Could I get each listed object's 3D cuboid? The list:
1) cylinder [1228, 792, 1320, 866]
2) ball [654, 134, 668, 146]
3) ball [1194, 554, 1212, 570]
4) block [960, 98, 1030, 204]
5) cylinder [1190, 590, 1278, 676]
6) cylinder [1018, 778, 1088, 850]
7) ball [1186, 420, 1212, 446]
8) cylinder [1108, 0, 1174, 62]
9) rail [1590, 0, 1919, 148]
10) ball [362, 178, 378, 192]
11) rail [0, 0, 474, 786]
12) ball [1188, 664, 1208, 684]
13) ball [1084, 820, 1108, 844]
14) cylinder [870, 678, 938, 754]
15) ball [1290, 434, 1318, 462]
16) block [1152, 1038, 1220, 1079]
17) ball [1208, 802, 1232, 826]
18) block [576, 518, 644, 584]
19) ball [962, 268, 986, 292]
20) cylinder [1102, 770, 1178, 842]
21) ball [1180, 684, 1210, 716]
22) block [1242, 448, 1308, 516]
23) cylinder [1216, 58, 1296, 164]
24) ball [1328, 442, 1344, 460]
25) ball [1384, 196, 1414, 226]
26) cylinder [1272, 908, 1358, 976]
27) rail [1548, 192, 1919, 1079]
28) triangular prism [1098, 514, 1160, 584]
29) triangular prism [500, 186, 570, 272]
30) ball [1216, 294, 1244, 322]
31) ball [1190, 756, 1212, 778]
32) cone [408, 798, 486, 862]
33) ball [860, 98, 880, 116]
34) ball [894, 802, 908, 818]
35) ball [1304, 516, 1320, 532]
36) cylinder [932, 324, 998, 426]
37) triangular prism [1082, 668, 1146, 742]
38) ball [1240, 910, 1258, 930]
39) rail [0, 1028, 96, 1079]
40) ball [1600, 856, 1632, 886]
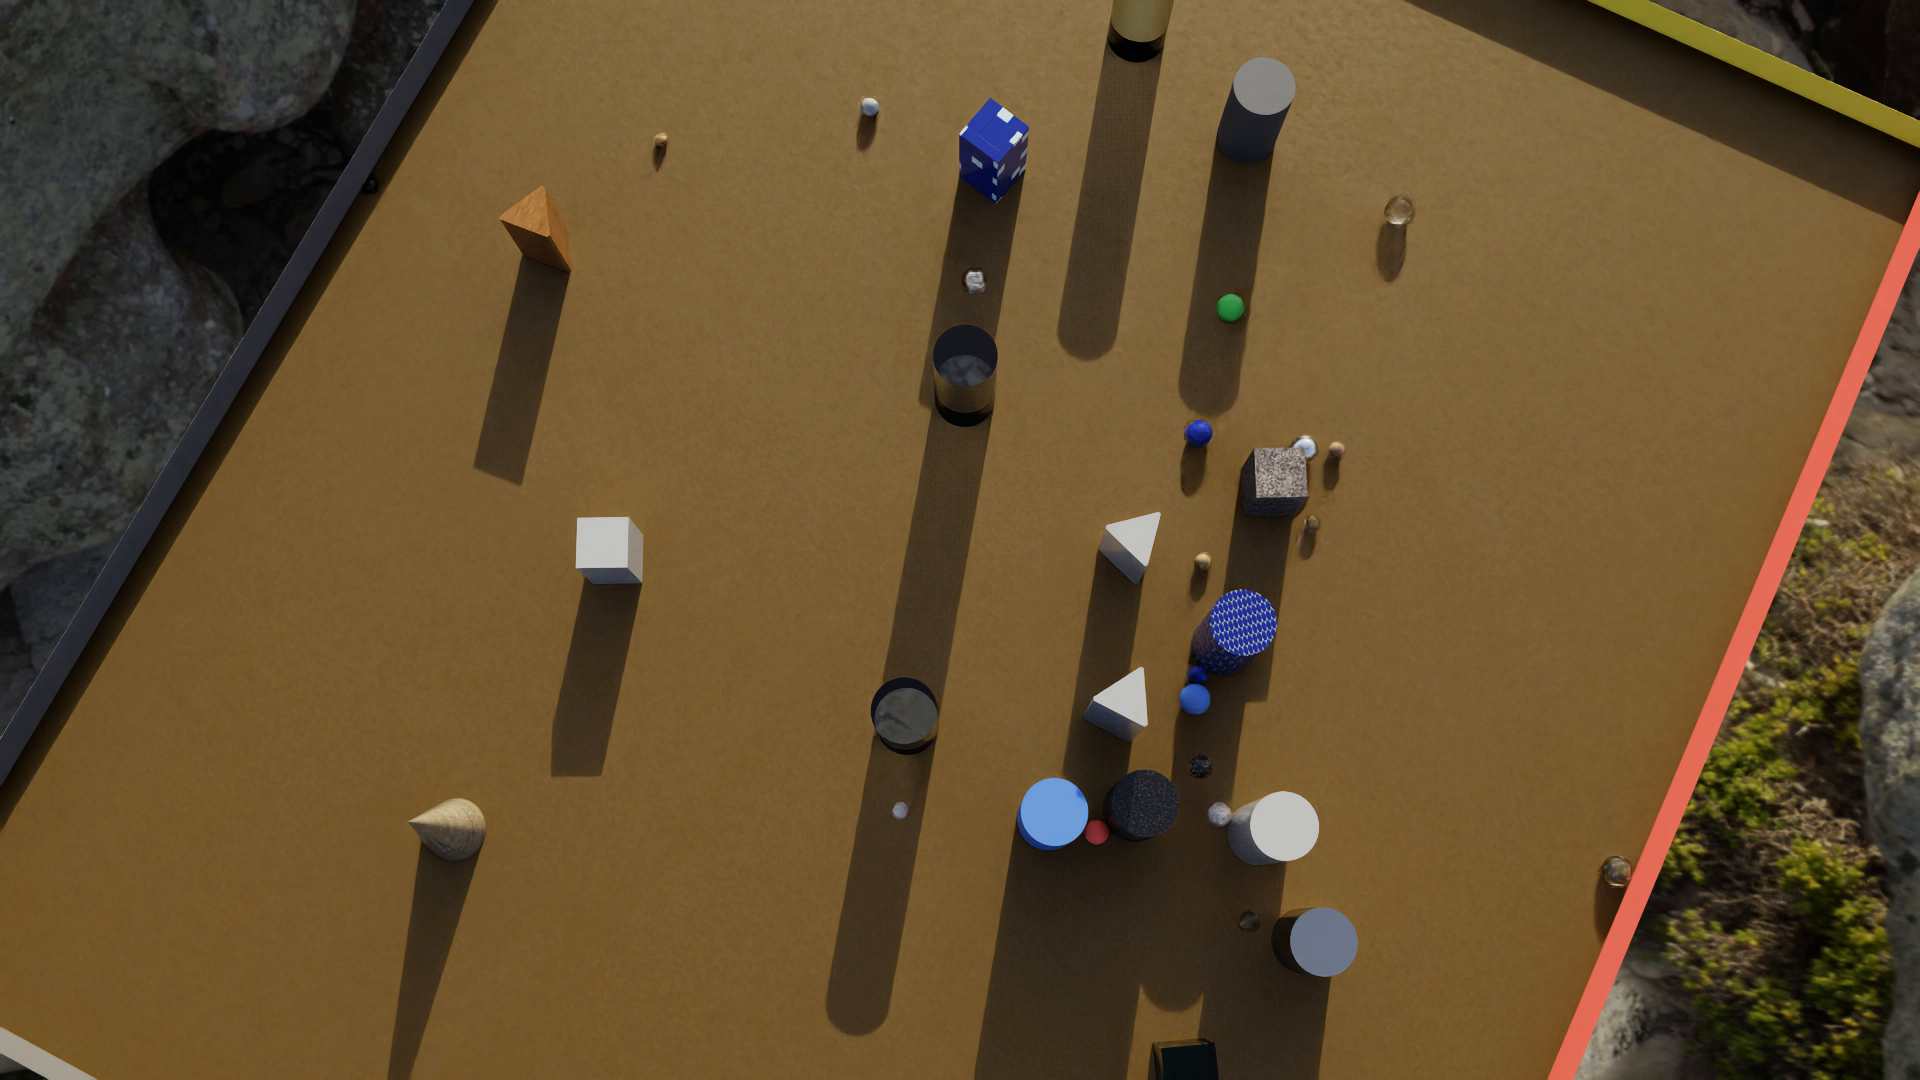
[{"bbox_3d":[0.886,0.826,5.220,0.188,0.442,0.188,0,78,0],"label":"cylinder"},{"bbox_3d":[-0.957,-1.280,5.860,0.041,0.041,0.041,0,78,0],"label":"ball"},{"bbox_3d":[0.739,0.067,5.577,0.051,0.051,0.051,0,78,0],"label":"ball"},{"bbox_3d":[0.103,-1.206,5.701,0.150,0.324,0.150,38,81,7],"label":"block"},{"bbox_3d":[0.794,0.274,5.341,0.188,0.429,0.188,0,78,0],"label":"cylinder"},{"bbox_3d":[0.263,0.792,5.274,0.188,0.351,0.188,0,78,0],"label":"cylinder"},{"bbox_3d":[0.738,-0.329,5.643,0.081,0.081,0.081,0,78,0],"label":"ball"},{"bbox_3d":[0.573,-1.683,5.741,0.188,0.438,0.188,0,78,0],"label":"cylinder"},{"bbox_3d":[1.130,-2.206,6.009,4.497,0.122,0.045,26,80,5],"label":"rail"},{"bbox_3d":[-1.876,-1.127,5.826,0.046,0.046,0.046,0,78,0],"label":"ball"},{"bbox_3d":[-1.990,-0.968,5.753,0.045,0.122,5.100,26,80,5],"label":"rail"},{"bbox_3d":[0.713,0.405,5.502,0.061,0.061,0.061,0,78,0],"label":"ball"},{"bbox_3d":[0.403,0.861,5.402,0.072,0.072,0.072,0,78,0],"label":"ball"},{"bbox_3d":[-0.158,0.516,5.329,0.188,0.354,0.188,0,78,0],"label":"cylinder"},{"bbox_3d":[1.055,-0.280,5.629,0.088,0.088,0.088,0,78,0],"label":"ball"},{"bbox_3d":[0.639,1.501,5.185,0.150,0.236,0.150,-5,78,-1],"label":"block"},{"bbox_3d":[0.767,0.809,5.414,0.069,0.069,0.069,0,78,0],"label":"ball"},{"bbox_3d":[-1.045,0.033,5.479,0.150,0.255,0.150,-1,78,0],"label":"block"},{"bbox_3d":[0.045,-0.816,5.746,0.076,0.076,0.076,0,78,0],"label":"ball"},{"bbox_3d":[0.519,0.770,5.292,0.188,0.324,0.188,0,78,0],"label":"cylinder"},{"bbox_3d":[0.702,0.476,5.470,0.094,0.094,0.094,0,78,0],"label":"ball"},{"bbox_3d":[0.946,-0.174,5.525,0.150,0.250,0.150,-1,78,0],"label":"block"},{"bbox_3d":[0.919,-1.333,5.707,0.188,0.363,0.188,0,78,0],"label":"cylinder"},{"bbox_3d":[1.158,-0.275,5.647,0.052,0.052,0.052,0,78,0],"label":"ball"},{"bbox_3d":[1.387,-1.040,5.784,0.093,0.093,0.093,0,78,0],"label":"ball"},{"bbox_3d":[1.007,1.143,5.221,0.188,0.312,0.188,0,78,0],"label":"cylinder"},{"bbox_3d":[1.990,0.981,5.350,0.045,0.122,5.100,26,80,5],"label":"rail"},{"bbox_3d":[0.531,0.000,5.464,0.141,0.298,0.163,-44,82,-8],"label":"triangular prism"},{"bbox_3d":[-1.283,-0.973,5.663,0.163,0.303,0.141,21,79,4],"label":"triangular prism"},{"bbox_3d":[0.844,-0.726,5.722,0.087,0.087,0.087,0,78,0],"label":"ball"},{"bbox_3d":[0.714,0.674,5.445,0.064,0.064,0.064,0,78,0],"label":"ball"},{"bbox_3d":[-1.500,0.813,5.209,0.188,0.469,0.188,0,78,0],"label":"cone"},{"bbox_3d":[-0.288,-1.390,5.874,0.058,0.058,0.058,0,78,0],"label":"ball"},{"bbox_3d":[-0.175,0.799,5.427,0.047,0.047,0.047,0,78,0],"label":"ball"},{"bbox_3d":[1.078,-0.051,5.603,0.047,0.047,0.047,0,78,0],"label":"ball"},{"bbox_3d":[0.015,-0.487,5.494,0.188,0.437,0.188,0,78,0],"label":"cylinder"},{"bbox_3d":[0.472,0.460,5.285,0.163,0.462,0.141,27,80,5],"label":"triangular prism"},{"bbox_3d":[0.846,1.112,5.358,0.056,0.056,0.056,0,78,0],"label":"ball"},{"bbox_3d":[-1.130,2.219,5.094,4.497,0.122,0.045,26,80,5],"label":"rail"},{"bbox_3d":[1.925,0.970,5.370,0.089,0.089,0.089,0,78,0],"label":"ball"}]
